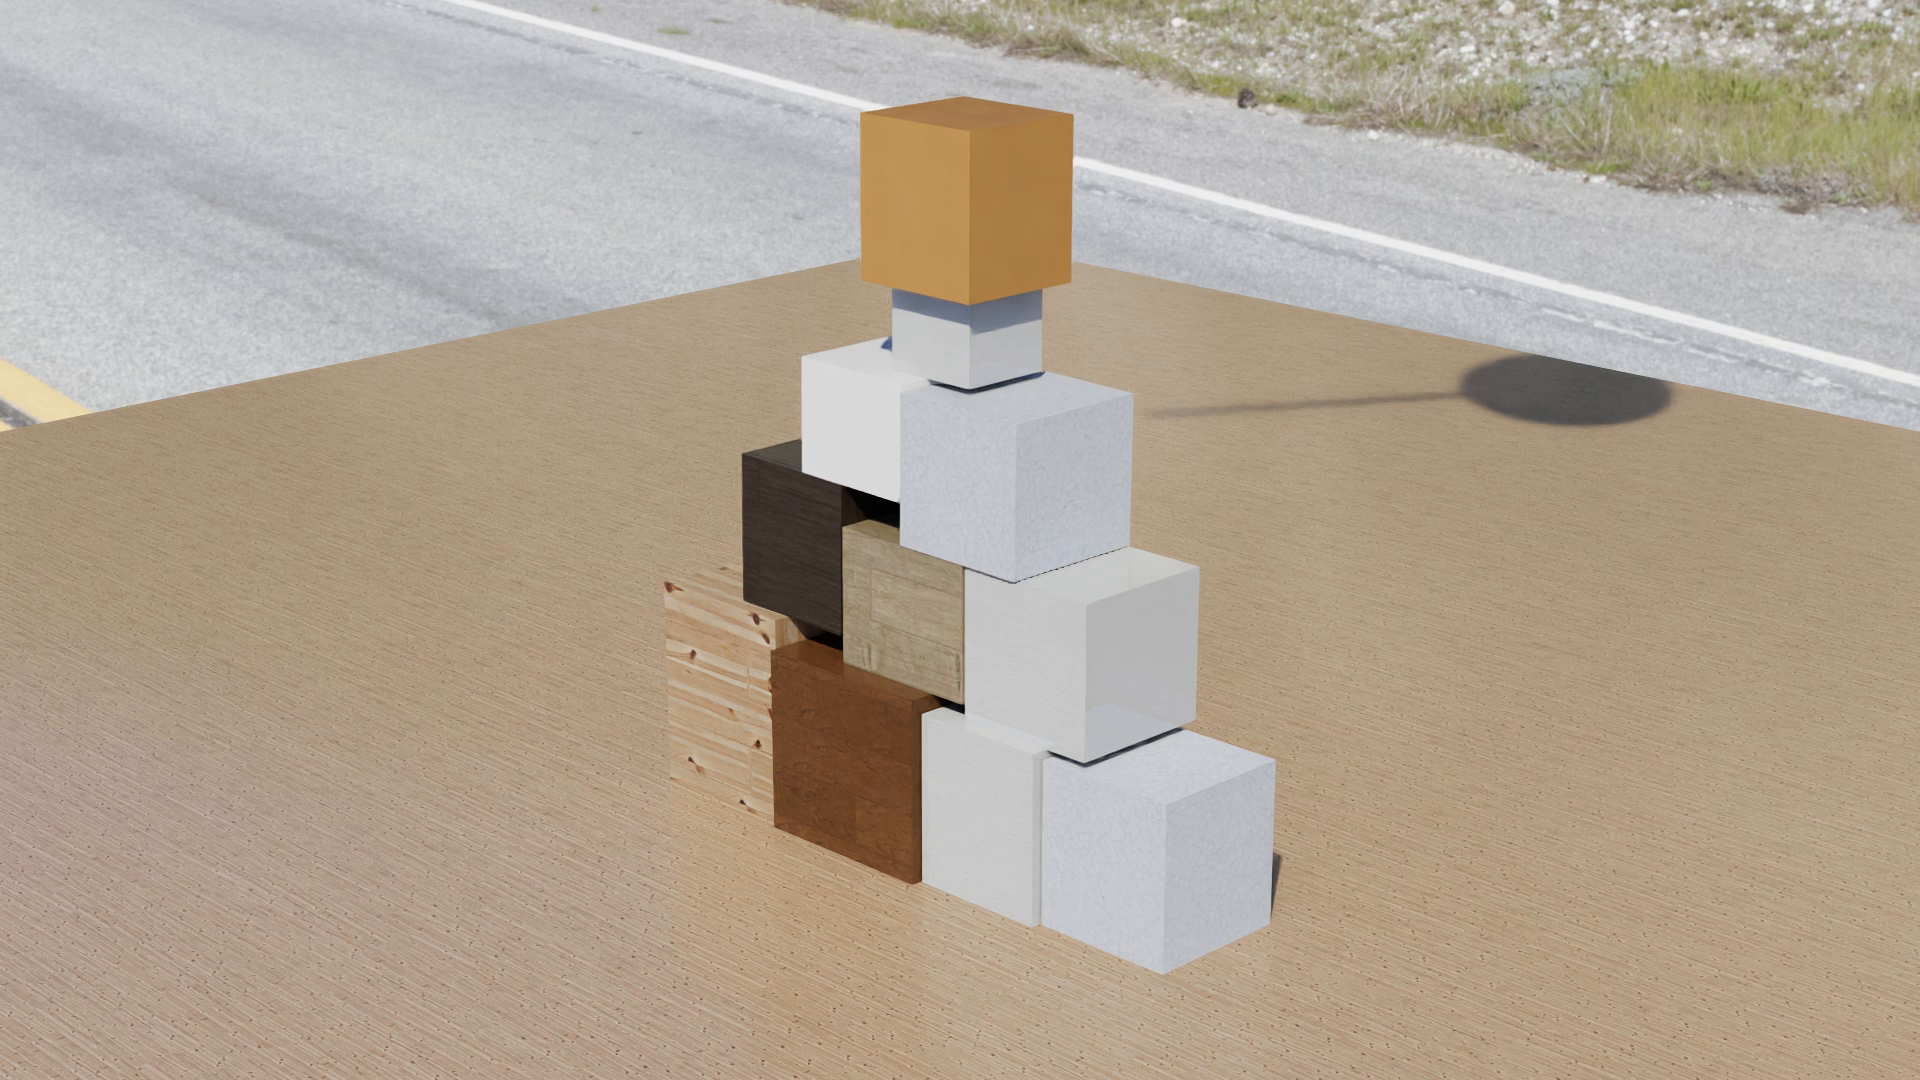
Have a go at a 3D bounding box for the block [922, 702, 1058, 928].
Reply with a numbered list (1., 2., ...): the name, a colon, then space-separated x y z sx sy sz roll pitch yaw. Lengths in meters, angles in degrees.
1. block: 0.368 1.155 13.303 0.837 0.819 0.689 -17 24 -42

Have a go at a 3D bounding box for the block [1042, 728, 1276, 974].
1. block: 0.865 1.325 12.828 0.720 0.779 0.708 -17 24 -42

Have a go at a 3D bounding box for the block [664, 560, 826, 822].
1. block: -0.827 0.684 14.450 0.920 1.030 0.812 -17 24 -42

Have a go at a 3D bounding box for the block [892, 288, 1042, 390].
1. block: 0.032 -0.951 13.037 0.482 0.408 0.458 17 24 42

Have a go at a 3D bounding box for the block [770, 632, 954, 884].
1. block: -0.215 0.943 13.854 0.952 0.894 0.948 -17 24 -42

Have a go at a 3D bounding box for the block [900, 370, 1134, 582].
1. block: 0.248 -0.310 12.994 0.745 0.704 0.707 -17 25 -42

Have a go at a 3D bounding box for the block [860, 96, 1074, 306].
1. block: 0.028 -1.499 12.856 0.673 0.747 0.641 17 24 42

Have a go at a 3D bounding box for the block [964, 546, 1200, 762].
1. block: 0.536 0.460 12.951 0.731 0.718 0.723 -17 24 -42

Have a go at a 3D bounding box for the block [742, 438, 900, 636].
1. block: -0.533 -0.057 13.878 0.715 0.729 0.687 -17 25 -42

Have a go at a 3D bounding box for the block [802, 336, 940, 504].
1. block: -0.244 -0.571 13.408 0.693 0.549 0.659 -17 25 -42

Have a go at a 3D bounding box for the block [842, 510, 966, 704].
1. block: -0.018 0.263 13.428 0.696 0.655 0.773 -17 24 -42
